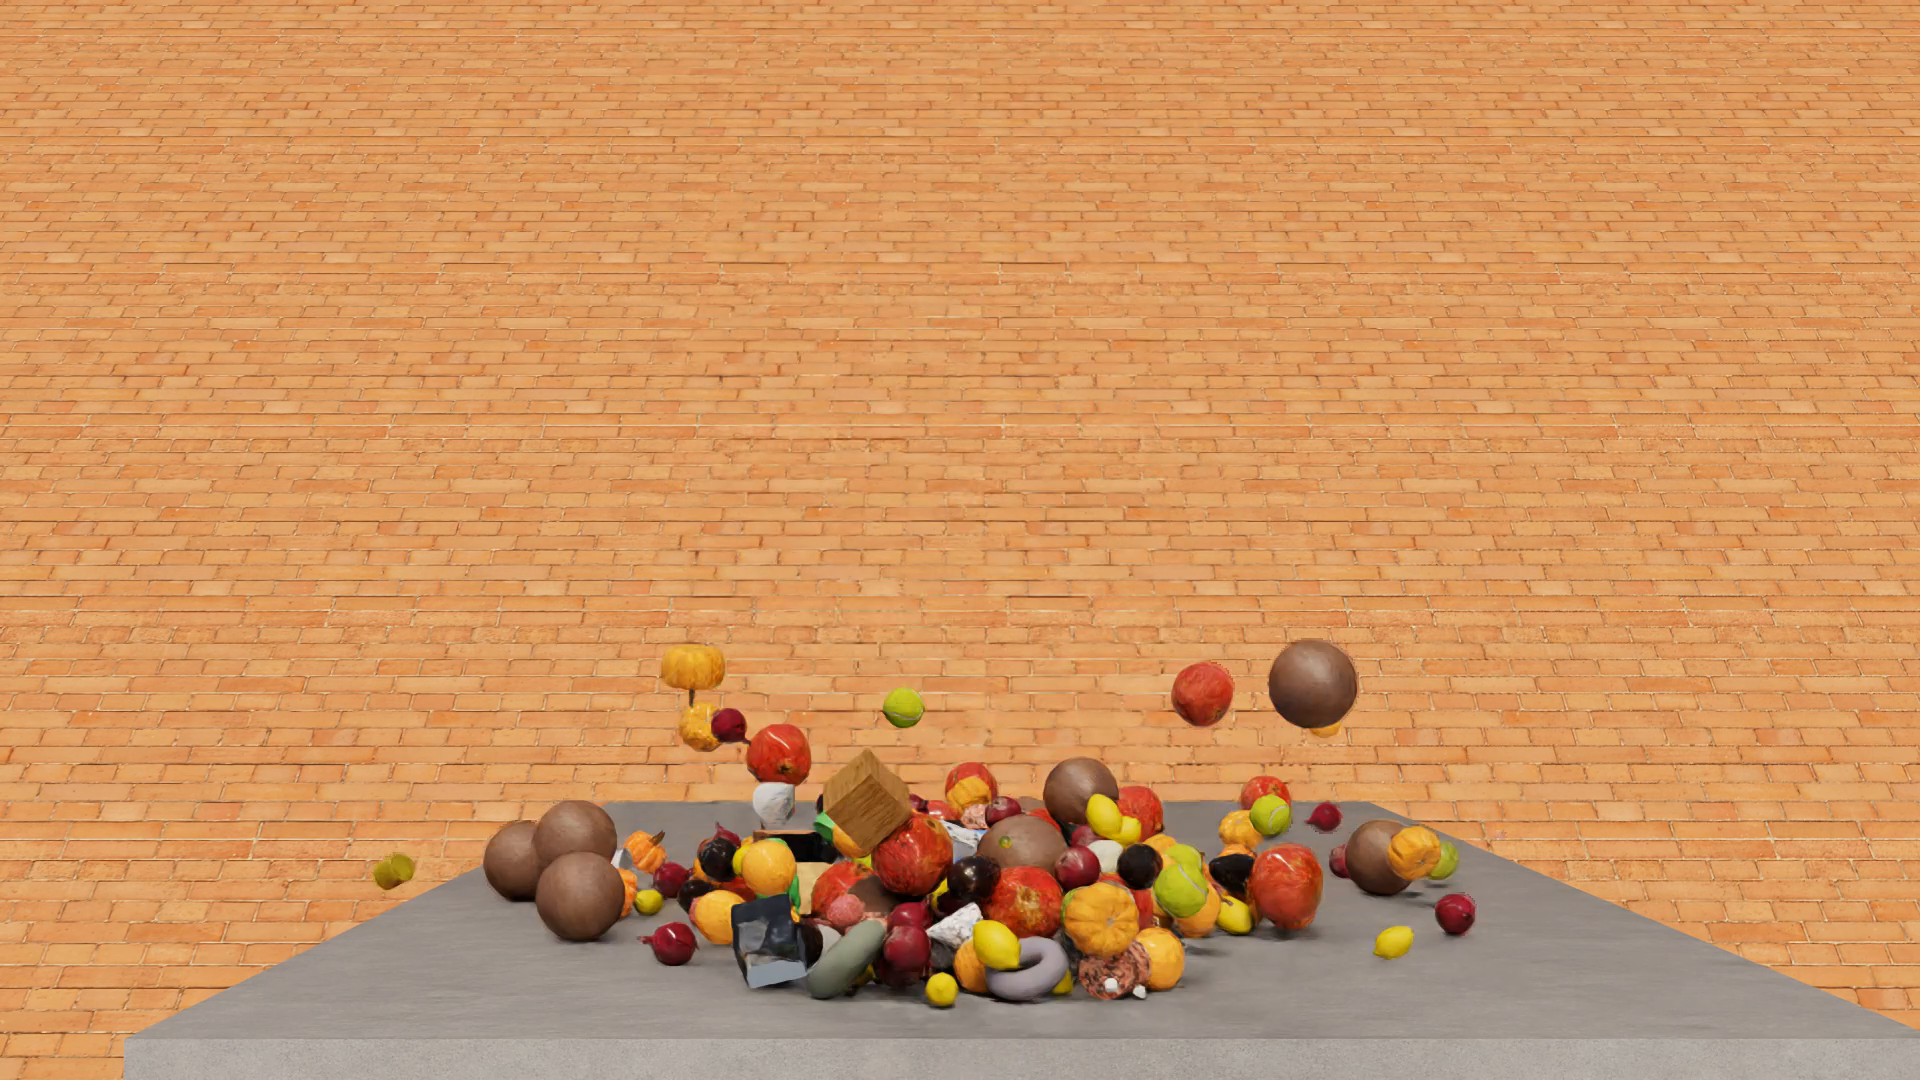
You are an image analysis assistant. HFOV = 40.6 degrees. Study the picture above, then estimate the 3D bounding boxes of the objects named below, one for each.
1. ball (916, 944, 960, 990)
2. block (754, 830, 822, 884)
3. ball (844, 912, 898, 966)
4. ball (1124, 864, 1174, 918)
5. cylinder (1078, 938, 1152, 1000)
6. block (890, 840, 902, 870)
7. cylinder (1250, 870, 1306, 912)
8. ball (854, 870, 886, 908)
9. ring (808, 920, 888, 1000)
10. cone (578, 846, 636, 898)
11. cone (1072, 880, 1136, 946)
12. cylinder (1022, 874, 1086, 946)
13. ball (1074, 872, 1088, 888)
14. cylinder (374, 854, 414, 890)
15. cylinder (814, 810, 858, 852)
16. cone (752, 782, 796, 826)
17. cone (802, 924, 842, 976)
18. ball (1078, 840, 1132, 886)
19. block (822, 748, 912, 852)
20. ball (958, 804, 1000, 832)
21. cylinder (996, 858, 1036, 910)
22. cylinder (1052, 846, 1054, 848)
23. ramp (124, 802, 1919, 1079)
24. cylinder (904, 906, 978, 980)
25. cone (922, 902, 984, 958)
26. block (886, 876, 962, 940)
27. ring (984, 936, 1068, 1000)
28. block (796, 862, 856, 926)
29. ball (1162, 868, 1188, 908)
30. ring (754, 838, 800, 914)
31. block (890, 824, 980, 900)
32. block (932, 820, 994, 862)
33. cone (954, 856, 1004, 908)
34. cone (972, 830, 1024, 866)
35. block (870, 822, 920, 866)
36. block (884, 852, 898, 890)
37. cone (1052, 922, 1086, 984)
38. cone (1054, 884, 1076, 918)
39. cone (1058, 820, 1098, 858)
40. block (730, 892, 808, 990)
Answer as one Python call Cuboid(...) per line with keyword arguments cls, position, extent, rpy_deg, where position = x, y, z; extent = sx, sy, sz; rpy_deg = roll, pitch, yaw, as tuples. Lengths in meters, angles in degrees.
Cuboid(cls="ball", position=(-0.027, 0.536, 3.261), extent=(0.056, 0.056, 0.056), rpy_deg=(0, 36, 0))
Cuboid(cls="block", position=(-0.305, 0.564, 4.600), extent=(0.095, 0.095, 0.095), rpy_deg=(1, -2, -24))
Cuboid(cls="ball", position=(-0.114, 0.513, 3.340), extent=(0.070, 0.070, 0.070), rpy_deg=(0, 36, 0))
Cuboid(cls="ball", position=(0.271, 0.507, 3.751), extent=(0.077, 0.077, 0.077), rpy_deg=(0, 36, 0))
Cuboid(cls="cylinder", position=(0.191, 0.527, 3.200), extent=(0.069, 0.069, 0.069), rpy_deg=(21, 7, 26))
Cuboid(cls="block", position=(-0.076, 0.569, 4.596), extent=(0.064, 0.064, 0.064), rpy_deg=(-7, 68, 36))
Cuboid(cls="cylinder", position=(0.508, 0.562, 4.153), extent=(0.066, 0.066, 0.066), rpy_deg=(1, 34, -16))
Cuboid(cls="ball", position=(-0.144, 0.548, 4.077), extent=(0.061, 0.061, 0.061), rpy_deg=(0, 36, 0))
Cuboid(cls="ring", position=(-0.138, 0.515, 3.187), extent=(0.041, 0.122, 0.122), rpy_deg=(44, 49, 11))
Cuboid(cls="cone", position=(-0.598, 0.556, 4.332), extent=(0.085, 0.085, 0.085), rpy_deg=(-5, 34, 15))
Cuboid(cls="cone", position=(0.167, 0.469, 3.346), extent=(0.089, 0.089, 0.089), rpy_deg=(-14, 15, -19))
Cuboid(cls="cylinder", position=(0.143, 0.529, 3.692), extent=(0.100, 0.100, 0.100), rpy_deg=(-4, -2, -6))
Cuboid(cls="ball", position=(0.213, 0.561, 4.177), extent=(0.070, 0.070, 0.070), rpy_deg=(0, 36, 0))
Cuboid(cls="cylinder", position=(-1.046, 0.614, 4.803), extent=(0.053, 0.053, 0.053), rpy_deg=(-30, 19, 35))
Cuboid(cls="cylinder", position=(-0.191, 0.471, 4.399), extent=(0.082, 0.082, 0.082), rpy_deg=(24, 65, 30))
Cuboid(cls="cone", position=(-0.235, 0.338, 3.465), extent=(0.063, 0.063, 0.063), rpy_deg=(17, 52, -23))
Cuboid(cls="cone", position=(-0.187, 0.551, 3.369), extent=(0.074, 0.074, 0.074), rpy_deg=(0, 24, -1))
Cuboid(cls="ball", position=(0.208, 0.468, 3.730), extent=(0.076, 0.076, 0.076), rpy_deg=(0, 36, 0))
Cuboid(cls="block", position=(-0.120, 0.335, 3.348), extent=(0.080, 0.080, 0.080), rpy_deg=(-40, 19, 10))
Cuboid(cls="ball", position=(0.035, 0.512, 4.671), extent=(0.075, 0.075, 0.075), rpy_deg=(0, 36, 0))
Cuboid(cls="cylinder", position=(0.096, 0.548, 4.135), extent=(0.077, 0.077, 0.077), rpy_deg=(-1, -5, 0))
Cuboid(cls="cylinder", position=(0.152, 0.549, 4.234), extent=(0.070, 0.070, 0.070), rpy_deg=(-48, 47, 1))
Cuboid(cls="ramp", position=(0.078, 0.670, 4.861), extent=(2.000, 0.100, 4.000), rpy_deg=(0, -2, 0))
Cuboid(cls="cylinder", position=(-0.023, 0.519, 3.347), extent=(0.073, 0.073, 0.073), rpy_deg=(27, 26, -27))
Cuboid(cls="cone", position=(-0.016, 0.495, 3.281), extent=(0.072, 0.072, 0.072), rpy_deg=(0, 34, -20))
Cuboid(cls="block", position=(-0.047, 0.526, 3.702), extent=(0.089, 0.089, 0.089), rpy_deg=(6, -11, -24))
Cuboid(cls="ring", position=(0.081, 0.523, 3.172), extent=(0.106, 0.035, 0.106), rpy_deg=(-14, 23, 6))
Cuboid(cls="block", position=(-0.207, 0.539, 3.957), extent=(0.078, 0.078, 0.078), rpy_deg=(0, 69, 12))
Cuboid(cls="ball", position=(0.337, 0.565, 4.214), extent=(0.066, 0.066, 0.066), rpy_deg=(0, 36, 0))
Cuboid(cls="ring", position=(-0.267, 0.505, 3.802), extent=(0.047, 0.140, 0.140), rpy_deg=(-9, 35, 6))
Cuboid(cls="block", position=(-0.034, 0.448, 3.606), extent=(0.076, 0.076, 0.076), rpy_deg=(17, -3, 45))
Cuboid(cls="block", position=(-0.012, 0.489, 3.855), extent=(0.090, 0.090, 0.090), rpy_deg=(18, 38, 17))
Cuboid(cls="cone", position=(0.015, 0.481, 3.537), extent=(0.071, 0.071, 0.071), rpy_deg=(10, 49, 14))
Cuboid(cls="cone", position=(0.042, 0.513, 4.387), extent=(0.098, 0.098, 0.098), rpy_deg=(29, 42, 10))
Cuboid(cls="block", position=(-0.126, 0.585, 5.002), extent=(0.080, 0.080, 0.080), rpy_deg=(1, -3, -14))
Cuboid(cls="block", position=(-0.064, 0.530, 4.067), extent=(0.066, 0.066, 0.066), rpy_deg=(17, -3, 37))
Cuboid(cls="cone", position=(0.154, 0.543, 3.297), extent=(0.088, 0.088, 0.088), rpy_deg=(25, 41, 12))
Cuboid(cls="cone", position=(0.174, 0.567, 4.112), extent=(0.053, 0.053, 0.053), rpy_deg=(0, -2, 0))
Cuboid(cls="cone", position=(0.182, 0.480, 4.277), extent=(0.065, 0.065, 0.065), rpy_deg=(-34, 28, 20))
Cuboid(cls="block", position=(-0.238, 0.499, 3.235), extent=(0.075, 0.075, 0.075), rpy_deg=(-13, 45, 2))
